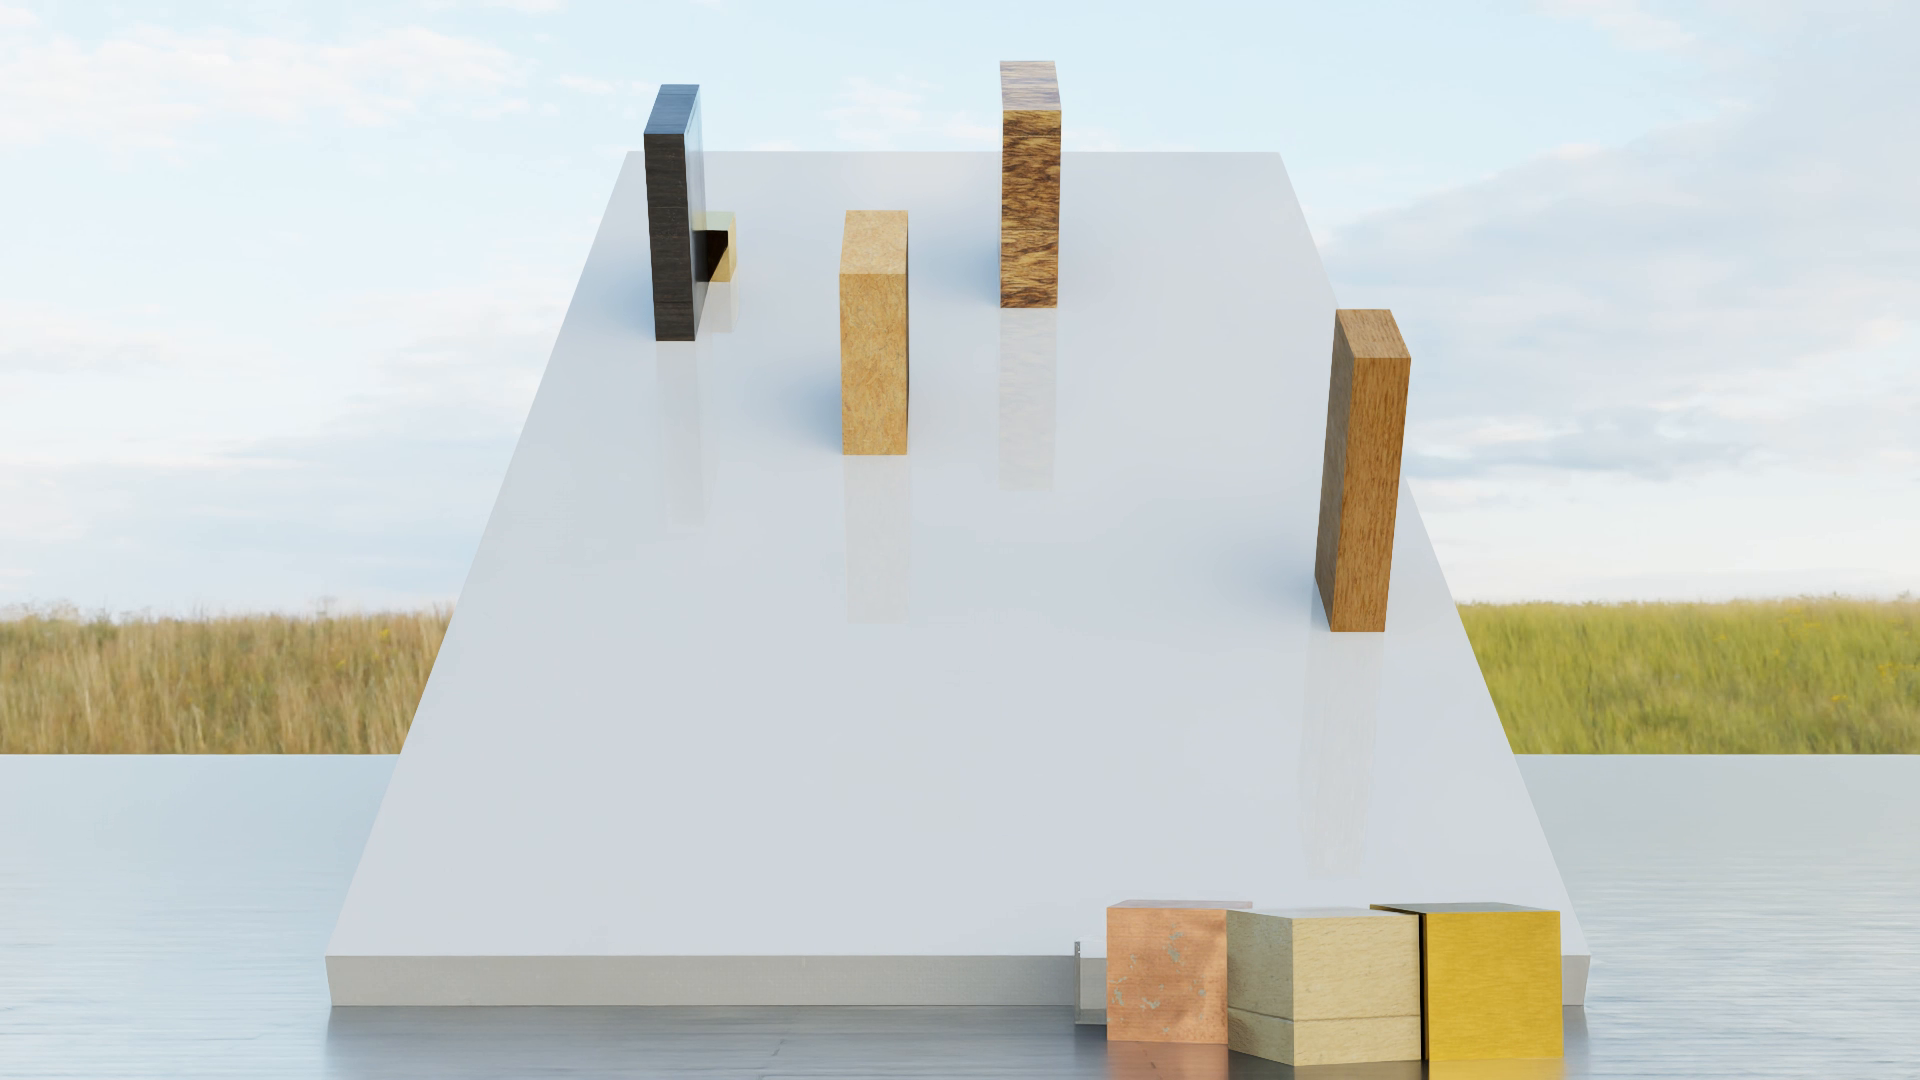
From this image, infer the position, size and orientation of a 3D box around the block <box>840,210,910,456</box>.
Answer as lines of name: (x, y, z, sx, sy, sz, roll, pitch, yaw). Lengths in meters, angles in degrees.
block: (-0.193, -0.480, 5.461, 0.144, 0.437, 0.409, 0, 28, 0)

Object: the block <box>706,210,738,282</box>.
block: (-0.680, -0.785, 6.358, 0.146, 0.146, 0.146, 1, 28, 2)

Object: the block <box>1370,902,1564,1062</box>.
block: (0.689, 0.599, 3.251, 0.192, 0.192, 0.192, 1, -5, -13)

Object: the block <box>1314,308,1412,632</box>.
block: (0.781, -0.134, 4.643, 0.105, 0.584, 0.240, 0, 28, 0)

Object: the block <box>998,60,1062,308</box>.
block: (0.178, -0.937, 6.240, 0.147, 0.529, 0.438, 0, 28, 0)

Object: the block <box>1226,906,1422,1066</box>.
block: (0.488, 0.597, 3.209, 0.189, 0.189, 0.189, 2, -5, -20)

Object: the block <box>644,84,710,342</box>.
block: (-0.714, -0.831, 6.021, 0.099, 0.539, 0.408, 0, 28, 0)

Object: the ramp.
ramp: (-0.011, -0.225, 5.552, 2.000, 0.100, 4.000, 0, 28, 0)

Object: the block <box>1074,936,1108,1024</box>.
block: (0.241, 0.666, 3.605, 0.122, 0.122, 0.122, -1, -5, 9)

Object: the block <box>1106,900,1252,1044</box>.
block: (0.319, 0.618, 3.429, 0.185, 0.185, 0.185, -1, -5, 13)
